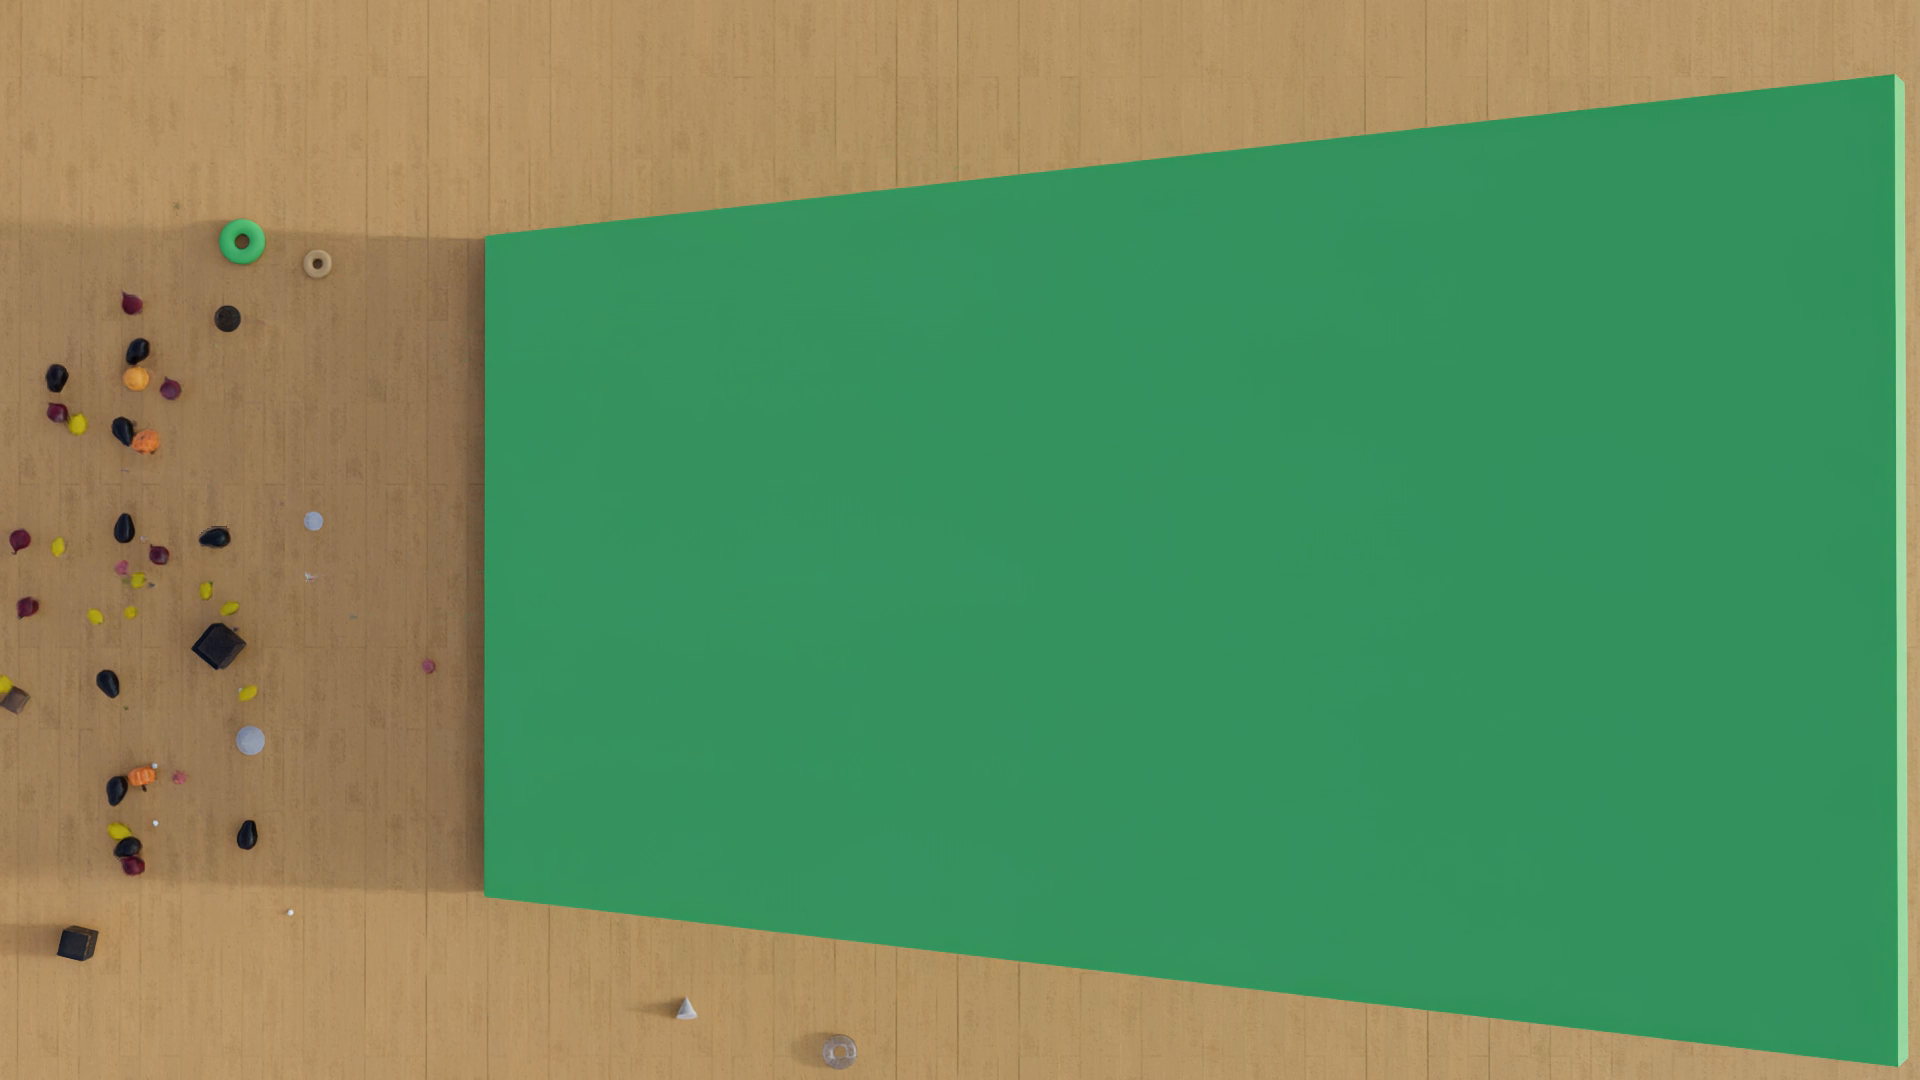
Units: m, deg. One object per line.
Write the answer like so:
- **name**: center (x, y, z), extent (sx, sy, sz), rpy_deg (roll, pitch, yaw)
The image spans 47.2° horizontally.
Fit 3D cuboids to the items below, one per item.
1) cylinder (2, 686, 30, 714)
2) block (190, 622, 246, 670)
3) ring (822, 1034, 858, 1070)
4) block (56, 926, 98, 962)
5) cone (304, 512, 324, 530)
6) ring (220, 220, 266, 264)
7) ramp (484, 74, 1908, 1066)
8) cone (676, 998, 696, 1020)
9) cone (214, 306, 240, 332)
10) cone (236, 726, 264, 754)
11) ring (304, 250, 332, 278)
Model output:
- **cylinder**: center (-2.879, 0.488, 6.703), extent (0.060, 0.060, 0.060), rpy_deg (33, 90, 0)
- **block**: center (-2.252, 0.323, 6.685), extent (0.099, 0.099, 0.099), rpy_deg (40, 90, 0)
- **ring**: center (-0.366, 1.561, 6.706), extent (0.109, 0.036, 0.109), rpy_deg (0, 88, 0)
- **block**: center (-2.682, 1.226, 6.687), extent (0.080, 0.080, 0.080), rpy_deg (13, 90, 0)
- **cone**: center (-1.981, -0.058, 6.708), extent (0.059, 0.059, 0.059), rpy_deg (0, 90, 0)
- **ring**: center (-2.194, -0.912, 6.722), extent (0.140, 0.047, 0.140), rpy_deg (0, 88, -1)
- **ramp**: center (0.252, 0.069, 5.583), extent (4.000, 0.100, 2.000), rpy_deg (0, 89, 34)
- **cone**: center (-0.835, 1.424, 6.711), extent (0.063, 0.063, 0.063), rpy_deg (-5, 63, 0)
- **cone**: center (-2.246, -0.679, 6.701), extent (0.082, 0.082, 0.082), rpy_deg (0, 90, 0)
- **cone**: center (-2.172, 0.613, 6.687), extent (0.089, 0.089, 0.089), rpy_deg (0, 90, 0)
- **ring**: center (-1.965, -0.844, 6.729), extent (0.089, 0.030, 0.089), rpy_deg (0, 88, -1)
